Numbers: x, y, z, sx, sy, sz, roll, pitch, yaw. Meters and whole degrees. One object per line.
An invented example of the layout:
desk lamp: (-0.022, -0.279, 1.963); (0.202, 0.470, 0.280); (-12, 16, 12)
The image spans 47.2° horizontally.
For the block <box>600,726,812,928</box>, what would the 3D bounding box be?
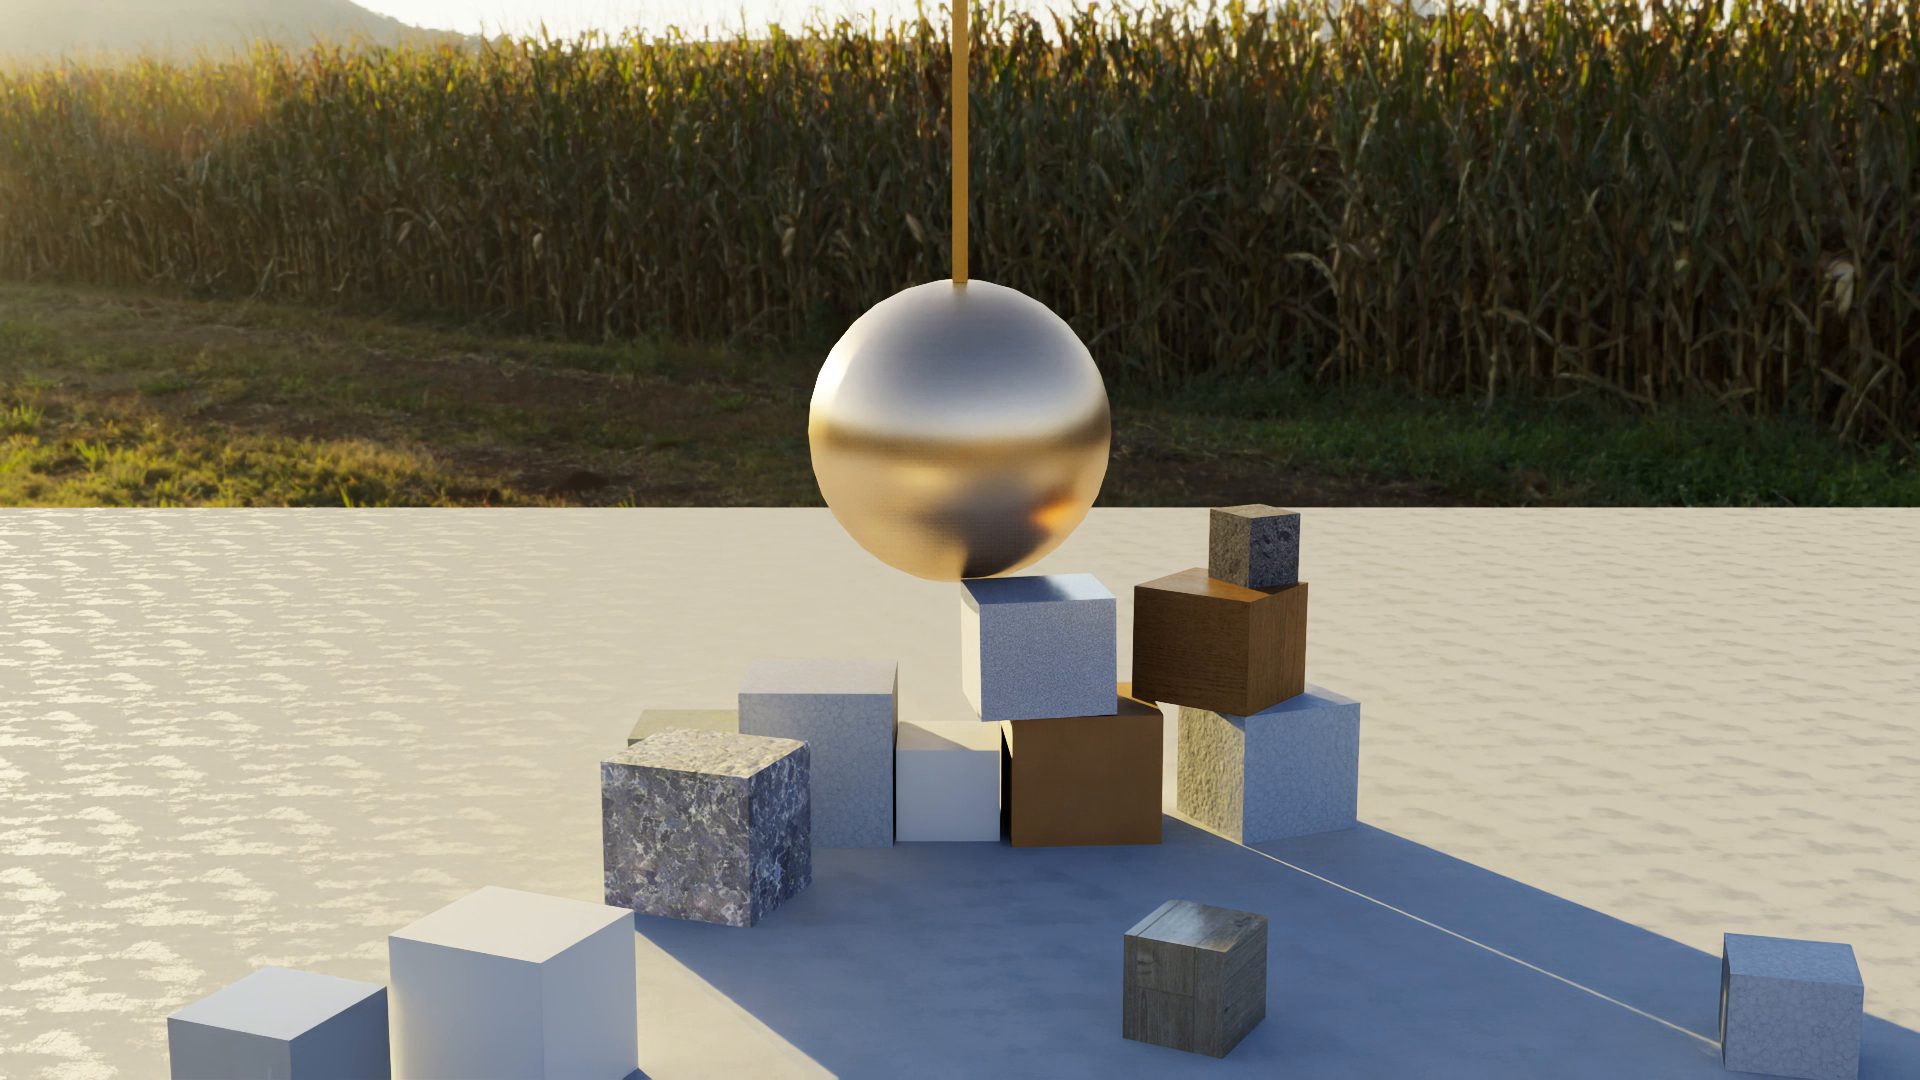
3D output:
block: (-1.178, 1.328, 10.297); (0.751, 0.703, 0.654); (4, 11, 21)

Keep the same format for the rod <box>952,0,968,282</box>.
rod: (0.000, -3.850, 10.710); (0.080, 5.200, 0.080); (0, 15, 0)

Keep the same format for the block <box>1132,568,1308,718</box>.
block: (1.343, 0.515, 11.358); (0.668, 0.586, 0.632); (8, 13, 35)

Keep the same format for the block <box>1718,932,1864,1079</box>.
block: (3.217, 1.809, 8.536); (0.473, 0.387, 0.458); (3, 11, 16)

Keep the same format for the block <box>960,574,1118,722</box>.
block: (0.394, 0.537, 11.183); (0.686, 0.593, 0.646); (-3, 10, -8)

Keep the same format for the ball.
ball: (0.000, -0.571, 11.607); (1.600, 1.600, 1.600); (0, 10, 0)

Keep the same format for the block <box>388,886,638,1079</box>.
block: (-1.664, 1.736, 8.245); (0.672, 0.634, 0.604); (5, 11, 24)

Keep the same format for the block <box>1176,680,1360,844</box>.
block: (1.602, 1.133, 11.477); (0.693, 0.665, 0.653); (-5, 11, -24)

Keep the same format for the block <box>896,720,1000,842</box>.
block: (-0.061, 1.243, 11.397); (0.525, 0.477, 0.570); (0, 10, 0)

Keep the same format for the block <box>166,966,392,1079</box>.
block: (-2.454, 1.882, 7.964); (0.537, 0.447, 0.541); (4, 11, 22)

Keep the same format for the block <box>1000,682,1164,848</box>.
block: (0.616, 1.150, 11.365); (0.761, 0.672, 0.694); (-1, 10, -4)

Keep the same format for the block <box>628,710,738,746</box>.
block: (-1.389, 1.213, 11.387); (0.566, 0.540, 0.579); (0, 10, 0)

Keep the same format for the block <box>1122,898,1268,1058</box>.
block: (0.941, 1.741, 8.775); (0.424, 0.434, 0.465); (6, 12, 28)

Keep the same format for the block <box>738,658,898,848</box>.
block: (-0.717, 1.088, 11.357); (0.766, 0.797, 0.742); (0, 10, 1)

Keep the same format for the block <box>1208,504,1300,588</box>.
block: (1.522, 0.028, 11.388); (0.327, 0.363, 0.333); (-6, 12, -31)
